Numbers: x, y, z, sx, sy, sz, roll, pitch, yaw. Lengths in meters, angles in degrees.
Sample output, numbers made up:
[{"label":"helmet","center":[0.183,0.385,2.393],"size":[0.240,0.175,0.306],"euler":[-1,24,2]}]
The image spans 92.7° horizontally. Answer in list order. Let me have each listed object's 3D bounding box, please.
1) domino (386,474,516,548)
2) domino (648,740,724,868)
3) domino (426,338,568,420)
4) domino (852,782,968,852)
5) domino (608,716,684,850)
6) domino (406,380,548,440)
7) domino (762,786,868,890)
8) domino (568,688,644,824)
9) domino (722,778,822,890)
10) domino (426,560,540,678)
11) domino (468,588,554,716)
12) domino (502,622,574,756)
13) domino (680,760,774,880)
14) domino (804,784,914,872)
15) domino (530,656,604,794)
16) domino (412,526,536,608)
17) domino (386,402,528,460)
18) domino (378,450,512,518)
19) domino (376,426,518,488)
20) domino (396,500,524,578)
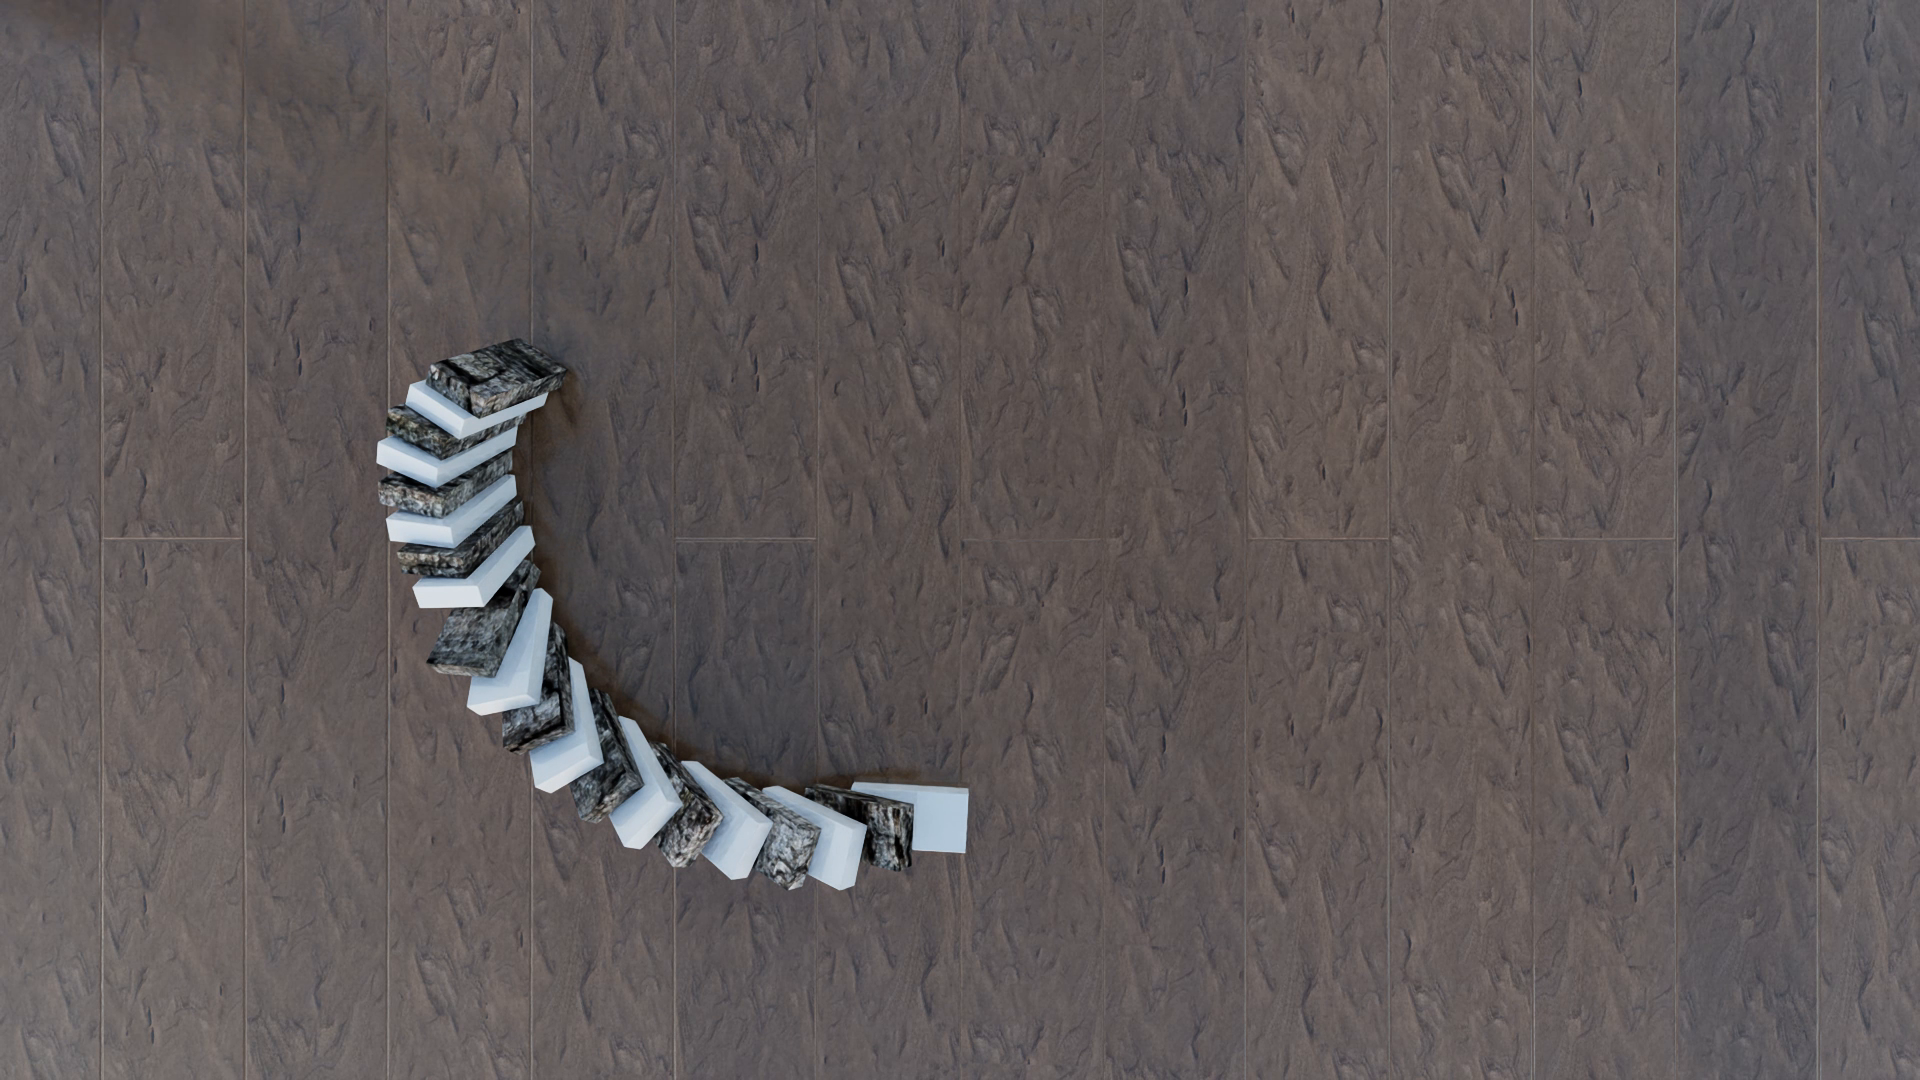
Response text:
[{"label":"domino","center":[-0.207,-0.014,0.376],"size":[0.025,0.050,0.010],"euler":[7,118,0]},{"label":"domino","center":[-0.121,0.109,0.382],"size":[0.050,0.009,0.025],"euler":[35,90,35]},{"label":"domino","center":[-0.189,-0.067,0.376],"size":[0.025,0.050,0.009],"euler":[33,118,0]},{"label":"domino","center":[-0.022,0.119,0.395],"size":[0.050,0.009,0.025],"euler":[3,90,0]},{"label":"domino","center":[-0.137,0.100,0.382],"size":[0.025,0.009,0.050],"euler":[-46,55,0]},{"label":"domino","center":[-0.196,-0.059,0.376],"size":[0.025,0.050,0.010],"euler":[33,118,0]},{"label":"domino","center":[-0.064,0.123,0.383],"size":[0.050,0.009,0.025],"euler":[13,91,32]},{"label":"domino","center":[-0.152,0.089,0.382],"size":[0.025,0.010,0.050],"euler":[-39,55,1]},{"label":"domino","center":[-0.083,0.122,0.383],"size":[0.050,0.010,0.025],"euler":[20,91,31]},{"label":"domino","center":[-0.197,0.031,0.381],"size":[0.025,0.009,0.050],"euler":[3,58,10]},{"label":"domino","center":[-0.187,0.046,0.382],"size":[0.025,0.010,0.050],"euler":[-12,56,3]},{"label":"domino","center":[-0.177,0.061,0.382],"size":[0.025,0.009,0.050],"euler":[-23,55,1]},{"label":"domino","center":[-0.103,0.116,0.383],"size":[0.050,0.010,0.025],"euler":[26,90,31]},{"label":"domino","center":[-0.043,0.119,0.382],"size":[0.050,0.009,0.025],"euler":[2,89,32]},{"label":"domino","center":[-0.167,0.076,0.382],"size":[0.025,0.009,0.050],"euler":[-30,56,0]},{"label":"domino","center":[-0.198,0.010,0.376],"size":[0.025,0.050,0.010],"euler":[-1,118,0]},{"label":"domino","center":[-0.205,-0.051,0.376],"size":[0.025,0.050,0.010],"euler":[30,118,0]},{"label":"domino","center":[-0.209,-0.027,0.376],"size":[0.025,0.050,0.010],"euler":[14,118,0]},{"label":"domino","center":[-0.209,-0.040,0.376],"size":[0.025,0.050,0.010],"euler":[24,118,0]},{"label":"domino","center":[-0.203,-0.002,0.376],"size":[0.025,0.050,0.010],"euler":[5,119,0]}]
